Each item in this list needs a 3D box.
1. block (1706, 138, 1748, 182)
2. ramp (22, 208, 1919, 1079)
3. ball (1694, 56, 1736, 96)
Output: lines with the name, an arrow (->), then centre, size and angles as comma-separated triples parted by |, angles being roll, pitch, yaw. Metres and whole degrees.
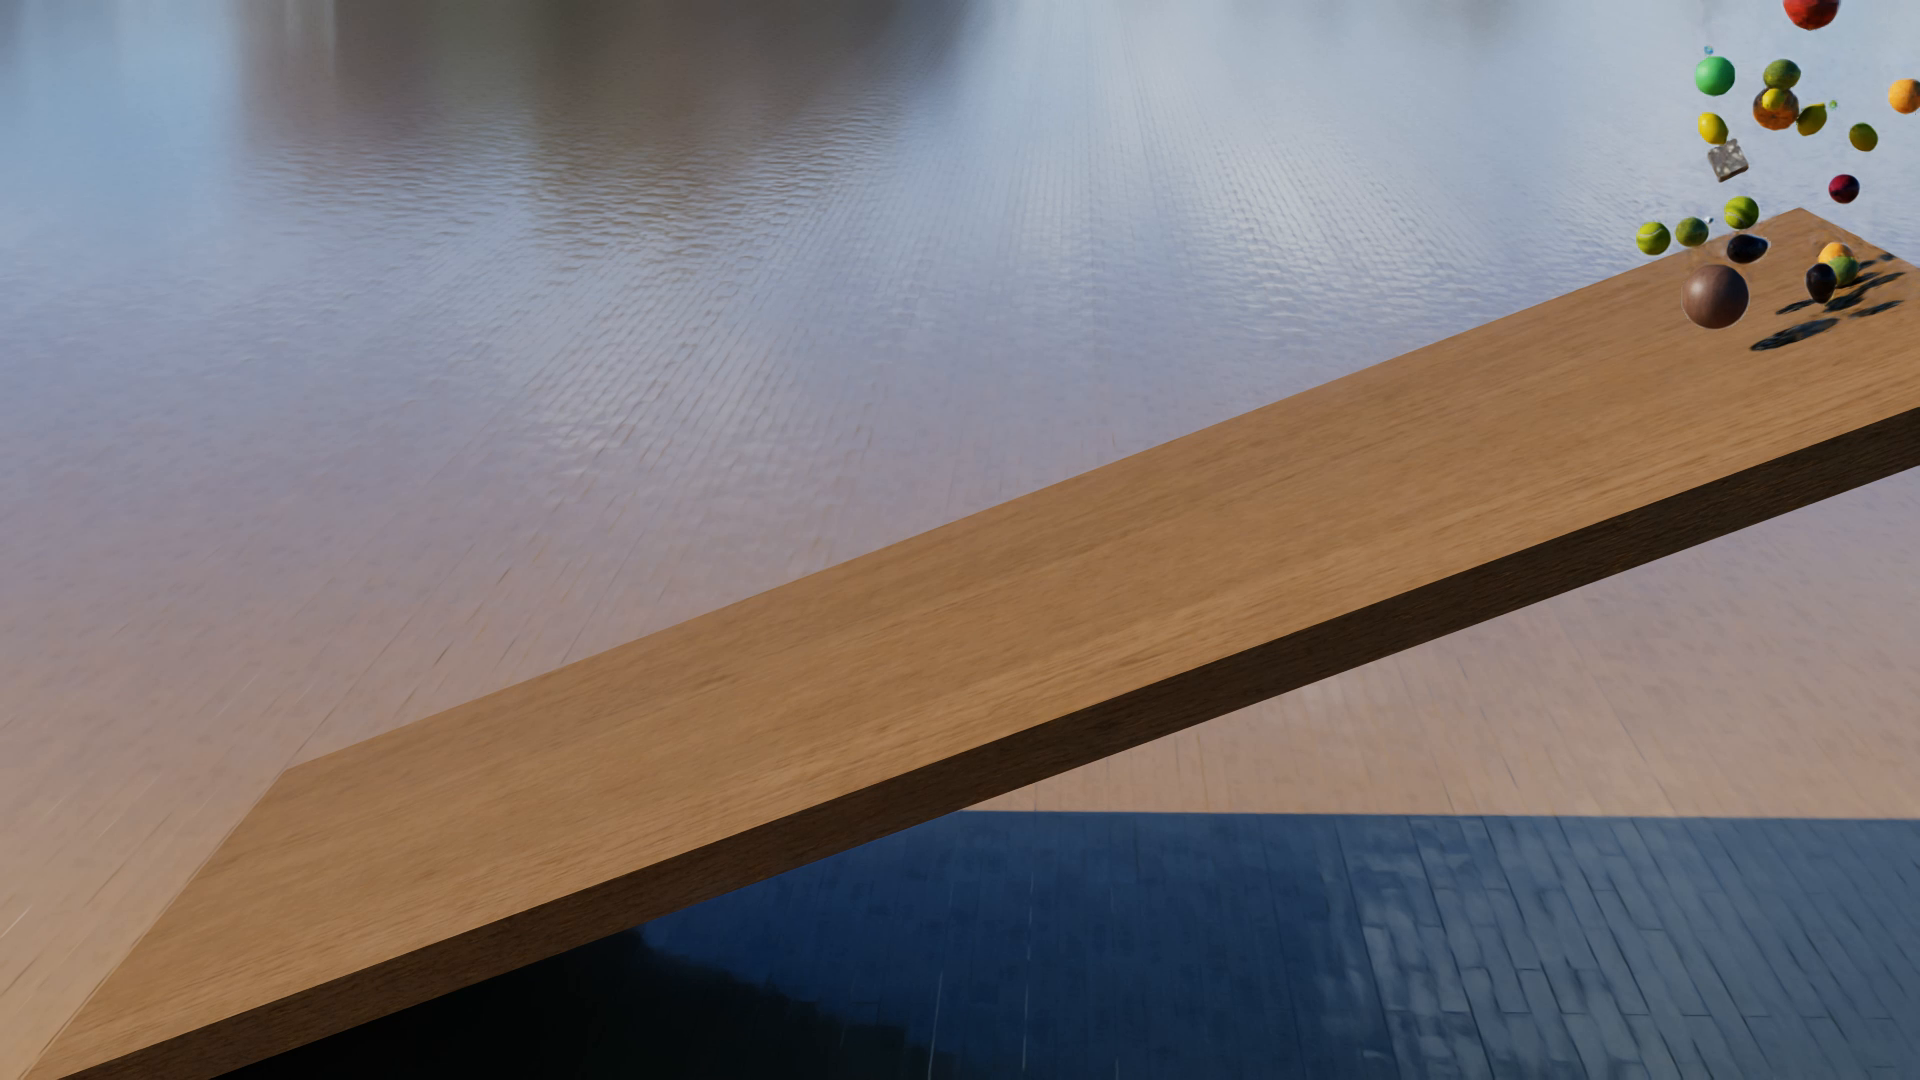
block -> 1.609, -0.796, 6.166 | 0.063, 0.063, 0.063 | -24, -8, 11
ramp -> 0.121, 0.175, 6.293 | 4.000, 0.100, 2.000 | -20, 12, 7
ball -> 1.491, -0.916, 5.809 | 0.078, 0.078, 0.078 | 0, 13, 0
